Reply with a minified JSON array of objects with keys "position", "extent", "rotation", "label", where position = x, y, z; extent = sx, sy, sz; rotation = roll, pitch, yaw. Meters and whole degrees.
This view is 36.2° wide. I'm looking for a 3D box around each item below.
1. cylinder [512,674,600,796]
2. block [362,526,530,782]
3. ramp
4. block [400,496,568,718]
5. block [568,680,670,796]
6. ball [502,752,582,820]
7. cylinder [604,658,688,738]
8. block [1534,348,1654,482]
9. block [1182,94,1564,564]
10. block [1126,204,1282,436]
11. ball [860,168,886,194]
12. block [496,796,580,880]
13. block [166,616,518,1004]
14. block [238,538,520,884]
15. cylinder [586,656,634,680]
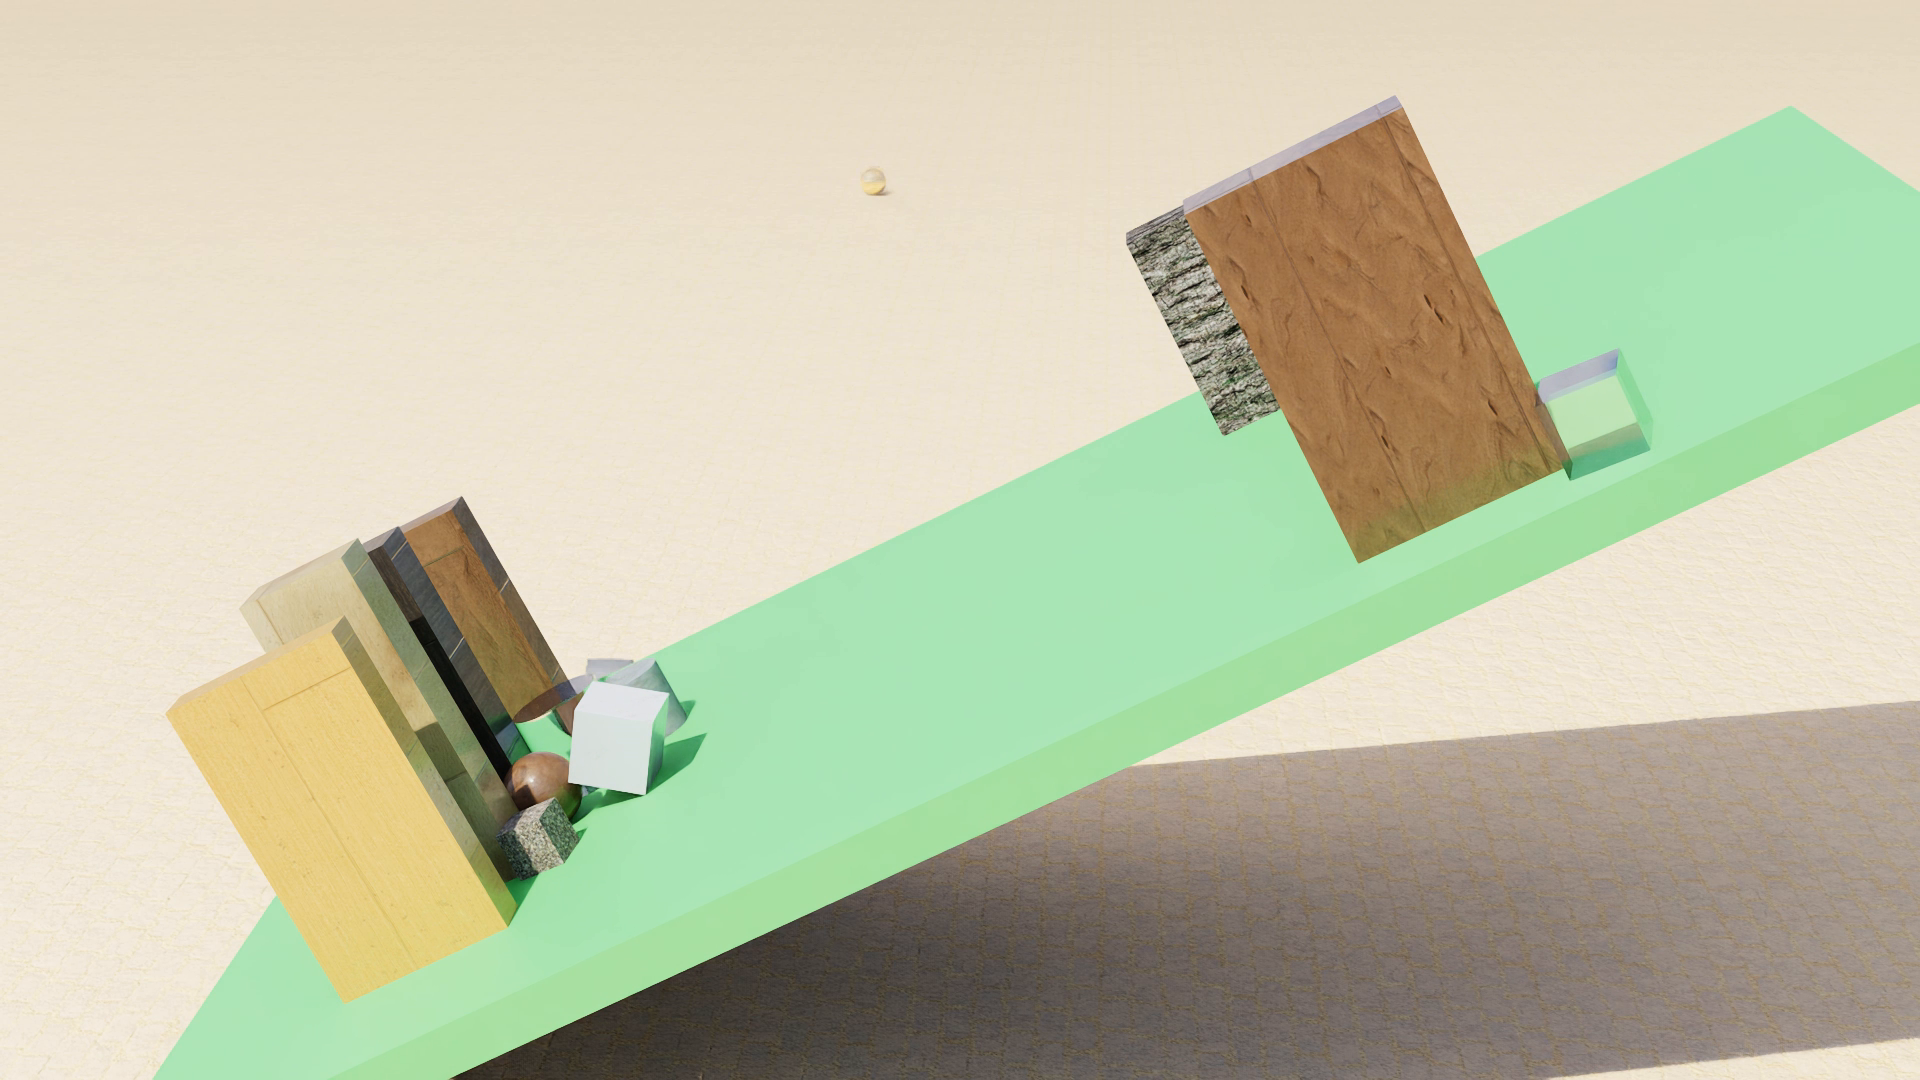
[{"position":[-0.858,0.441,6.572],"extent":[0.207,0.207,0.207],"rotation":[-26,14,7],"label":"cylinder"},{"position":[-1.175,0.346,6.460],"extent":[0.241,0.712,0.148],"rotation":[-26,14,10],"label":"block"},{"position":[0.140,0.168,6.281],"extent":[4.000,0.100,2.000],"rotation":[-26,14,10],"label":"ramp"},{"position":[-1.188,0.235,7.104],"extent":[0.290,0.612,0.120],"rotation":[-26,14,10],"label":"block"},{"position":[-0.734,0.425,6.329],"extent":[0.169,0.169,0.169],"rotation":[9,19,4],"label":"block"},{"position":[-0.903,0.543,6.358],"extent":[0.173,0.173,0.173],"rotation":[0,17,0],"label":"ball"},{"position":[-0.721,0.373,6.670],"extent":[0.153,0.153,0.153],"rotation":[-26,14,7],"label":"cylinder"},{"position":[1.132,-0.225,5.246],"extent":[0.152,0.152,0.152],"rotation":[-22,15,22],"label":"block"},{"position":[0.754,-0.377,5.325],"extent":[0.423,0.722,0.148],"rotation":[-26,14,10],"label":"block"},{"position":[0.632,-0.535,6.621],"extent":[0.332,0.493,0.139],"rotation":[-26,14,10],"label":"block"},{"position":[-0.489,-2.019,16.550],"extent":[0.148,0.148,0.148],"rotation":[0,17,0],"label":"ball"},{"position":[-0.883,0.625,6.157],"extent":[0.109,0.109,0.109],"rotation":[-23,14,19],"label":"block"},{"position":[-1.232,0.544,5.886],"extent":[0.385,0.697,0.105],"rotation":[-26,14,10],"label":"block"},{"position":[-1.191,0.399,6.173],"extent":[0.246,0.772,0.143],"rotation":[-26,14,10],"label":"block"},{"position":[-1.016,0.412,8.560],"extent":[0.130,0.130,0.130],"rotation":[-6,17,-1],"label":"cylinder"}]
